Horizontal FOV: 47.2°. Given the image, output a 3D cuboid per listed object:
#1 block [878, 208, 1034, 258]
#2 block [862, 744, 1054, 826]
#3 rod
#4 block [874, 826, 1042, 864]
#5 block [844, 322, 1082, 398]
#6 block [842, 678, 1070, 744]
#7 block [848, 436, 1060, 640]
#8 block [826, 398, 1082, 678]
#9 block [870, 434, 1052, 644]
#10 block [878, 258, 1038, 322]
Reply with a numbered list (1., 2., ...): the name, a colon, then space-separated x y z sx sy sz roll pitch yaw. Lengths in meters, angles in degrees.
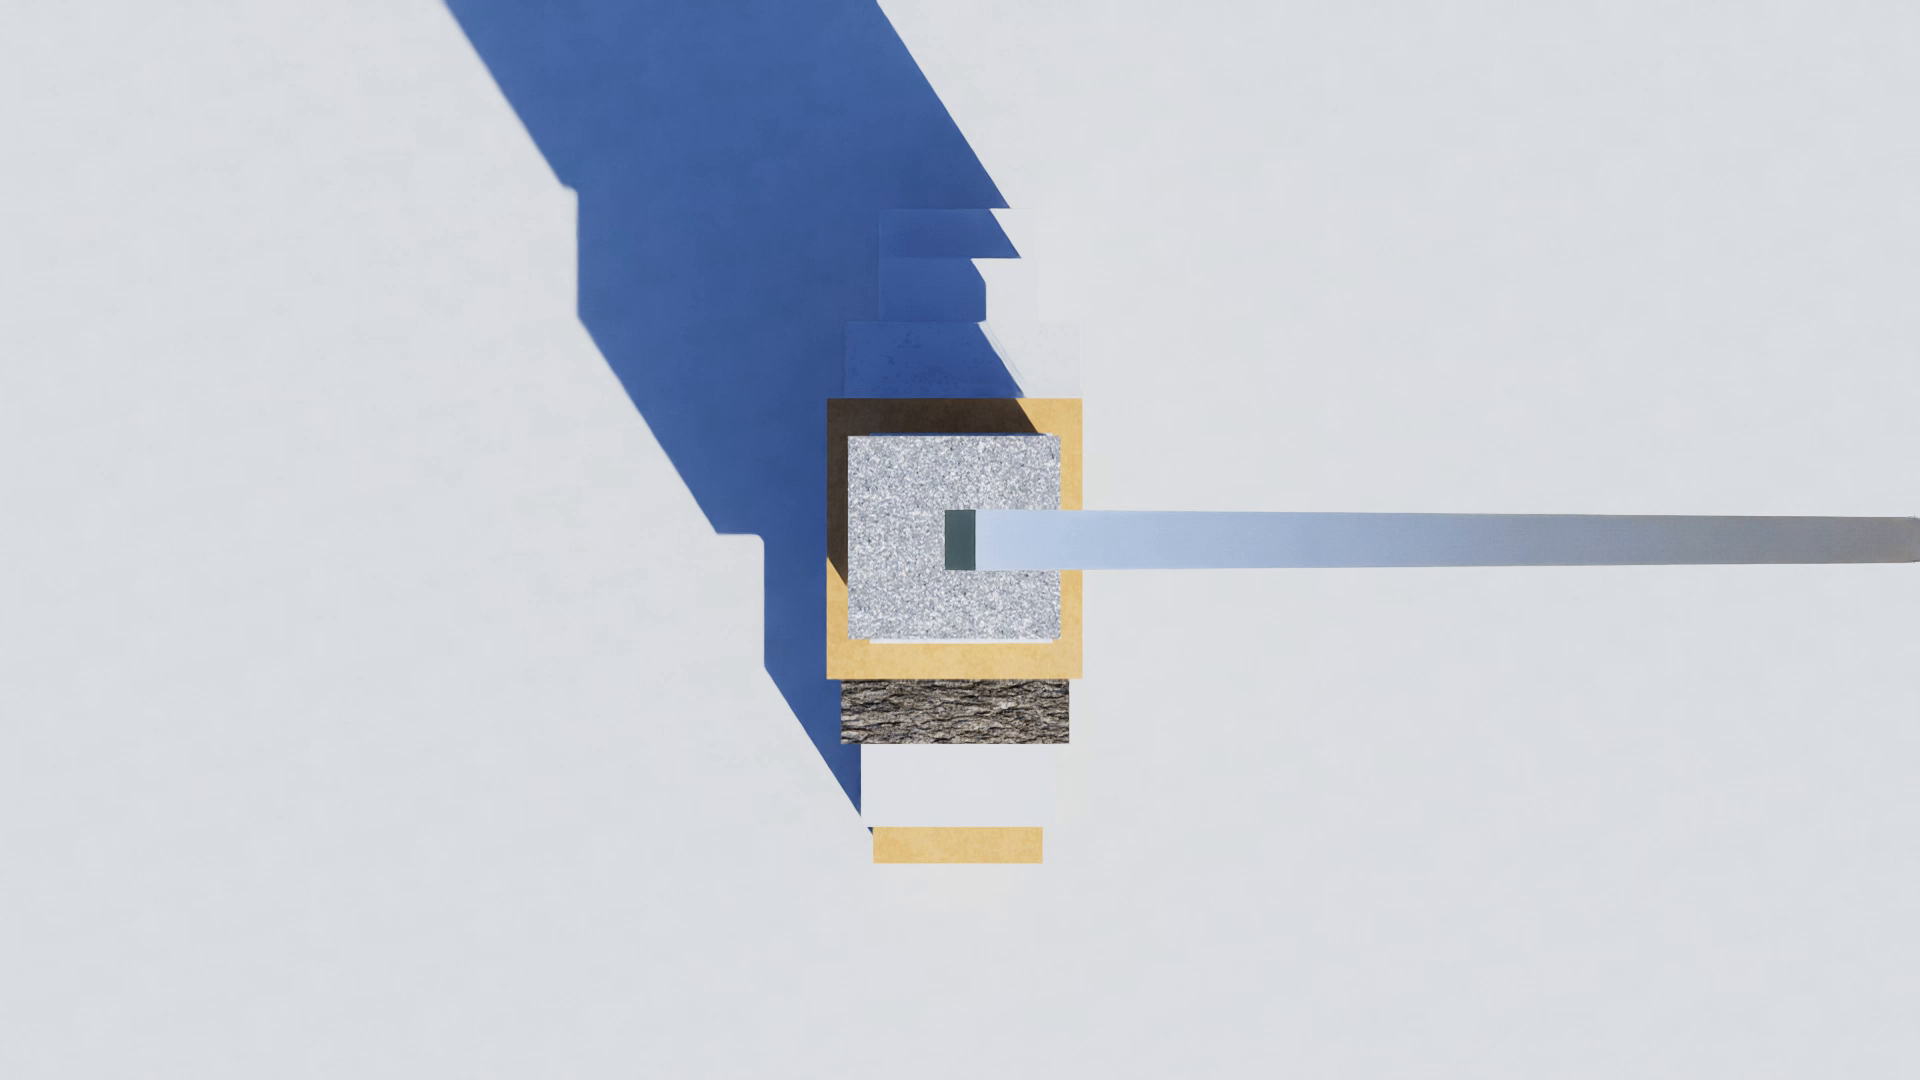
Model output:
1. block: -0.018 -1.313 12.469 0.846 1.061 0.970 0 90 0
2. block: -0.011 0.974 11.446 0.964 0.955 0.911 0 90 0
3. rod: 2.234 0.000 4.216 5.200 0.080 0.080 0 90 -31
4. block: -0.012 1.397 12.613 0.943 0.774 0.802 0 90 0
5. block: 0.012 -0.428 9.614 0.987 0.890 0.897 0 85 0
6. block: -0.020 0.453 9.573 0.947 0.893 0.789 0 90 0
7. block: -0.016 -0.007 6.416 0.594 0.546 0.568 0 90 0
8. block: -0.017 -0.003 7.749 0.850 0.876 0.933 0 90 0
9. block: 0.003 -0.005 7.000 0.556 0.622 0.639 0 90 0
10. block: -0.006 -1.006 11.558 0.813 0.761 0.848 0 90 0
